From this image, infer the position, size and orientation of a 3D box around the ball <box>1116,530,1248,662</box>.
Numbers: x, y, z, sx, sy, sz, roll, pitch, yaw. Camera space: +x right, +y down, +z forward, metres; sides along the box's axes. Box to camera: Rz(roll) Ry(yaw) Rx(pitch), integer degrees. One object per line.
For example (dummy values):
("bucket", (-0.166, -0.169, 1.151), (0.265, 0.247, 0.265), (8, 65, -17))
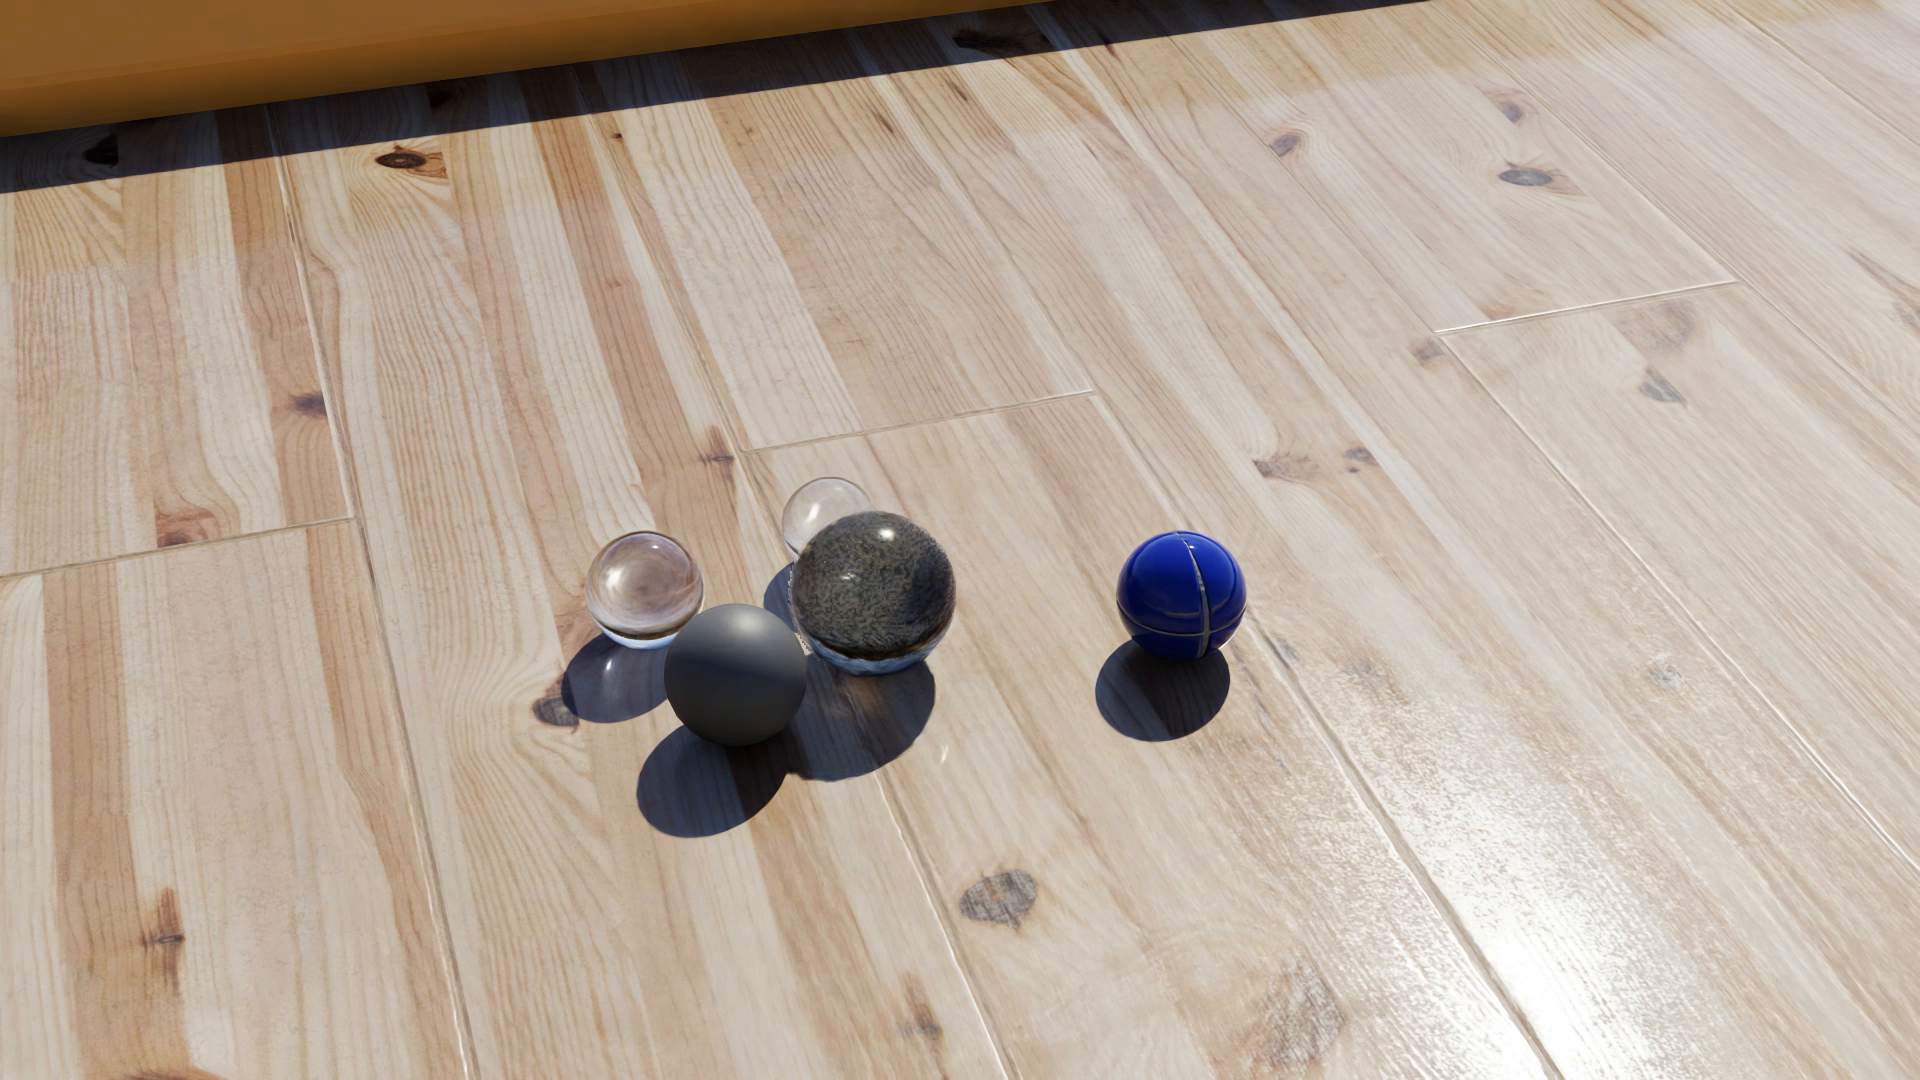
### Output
("ball", (0.129, 0.032, 1.496), (0.077, 0.077, 0.077), (0, 36, 0))

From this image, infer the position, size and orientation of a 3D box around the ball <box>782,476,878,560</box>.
("ball", (-0.079, -0.009, 1.567), (0.061, 0.061, 0.061), (0, 36, 0))

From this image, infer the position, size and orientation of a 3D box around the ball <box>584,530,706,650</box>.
("ball", (-0.185, 0.029, 1.505), (0.071, 0.071, 0.071), (0, 36, 0))

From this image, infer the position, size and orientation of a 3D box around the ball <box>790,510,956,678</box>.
("ball", (-0.050, 0.031, 1.481), (0.096, 0.096, 0.096), (0, 36, 0))

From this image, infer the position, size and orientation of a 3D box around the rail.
("rail", (0.451, -0.584, 2.313), (2.877, 0.125, 0.045), (-10, 37, -14))

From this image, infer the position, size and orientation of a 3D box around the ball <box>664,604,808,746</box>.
("ball", (-0.125, 0.075, 1.433), (0.080, 0.080, 0.080), (0, 36, 0))
